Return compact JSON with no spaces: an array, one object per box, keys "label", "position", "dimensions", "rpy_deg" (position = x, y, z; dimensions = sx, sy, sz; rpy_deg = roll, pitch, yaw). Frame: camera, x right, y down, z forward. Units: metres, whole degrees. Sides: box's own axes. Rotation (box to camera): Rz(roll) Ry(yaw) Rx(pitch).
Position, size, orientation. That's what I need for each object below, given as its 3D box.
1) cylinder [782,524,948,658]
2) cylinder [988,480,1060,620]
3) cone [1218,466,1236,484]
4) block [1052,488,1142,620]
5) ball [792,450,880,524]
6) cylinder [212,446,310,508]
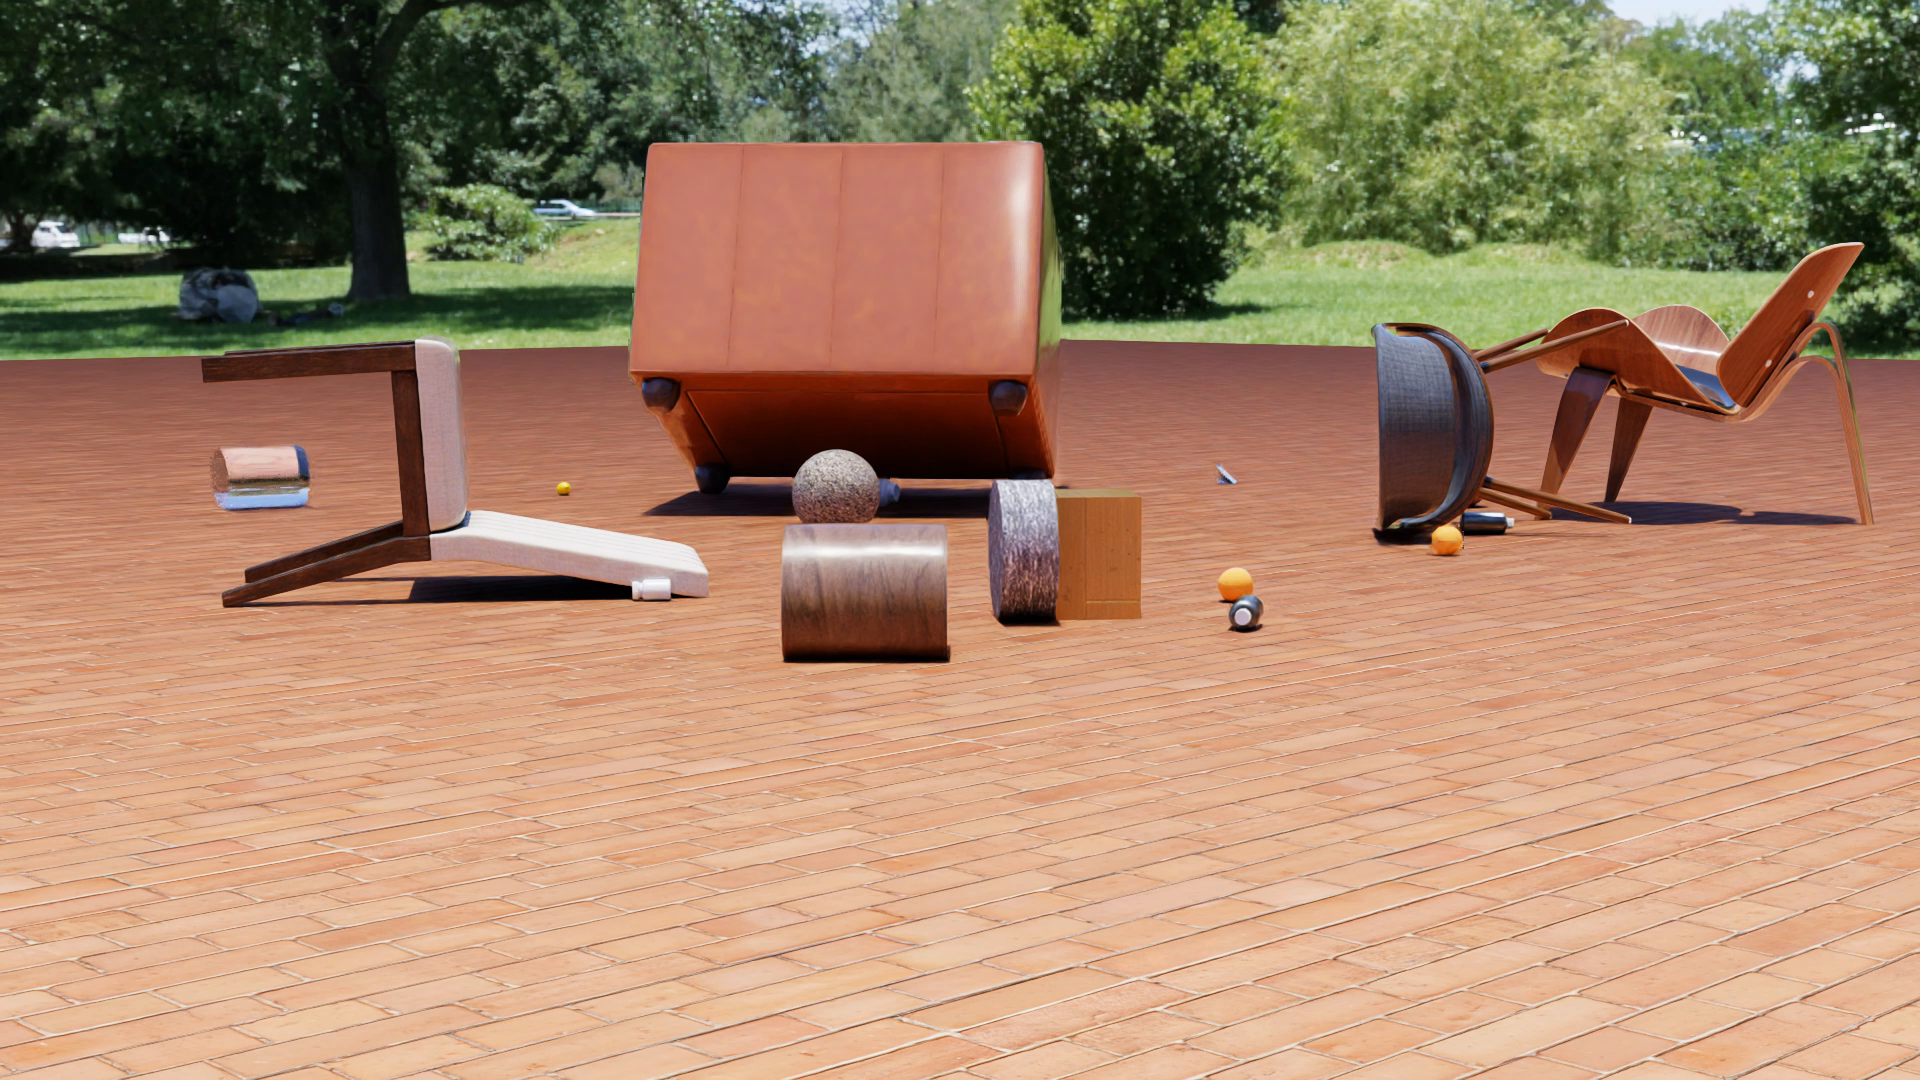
[{"label":"cylinder","position":[-0.164,0.087,4.461],"dimensions":[0.282,0.252,0.180],"rpy_deg":[0,-32,-1]},{"label":"cylinder","position":[0.121,0.018,4.932],"dimensions":[0.106,0.268,0.243],"rpy_deg":[-1,-8,-6]},{"label":"cone","position":[0.834,-0.194,8.157],"dimensions":[0.082,0.040,0.096],"rpy_deg":[47,13,15]},{"label":"block","position":[0.256,0.026,5.011],"dimensions":[0.165,0.236,0.193],"rpy_deg":[-1,6,-6]},{"label":"ball","position":[-0.312,-0.117,6.458],"dimensions":[0.223,0.223,0.223],"rpy_deg":[0,6,0]},{"label":"cylinder","position":[-1.997,-0.179,7.324],"dimensions":[0.230,0.169,0.178],"rpy_deg":[-3,32,-30]}]
